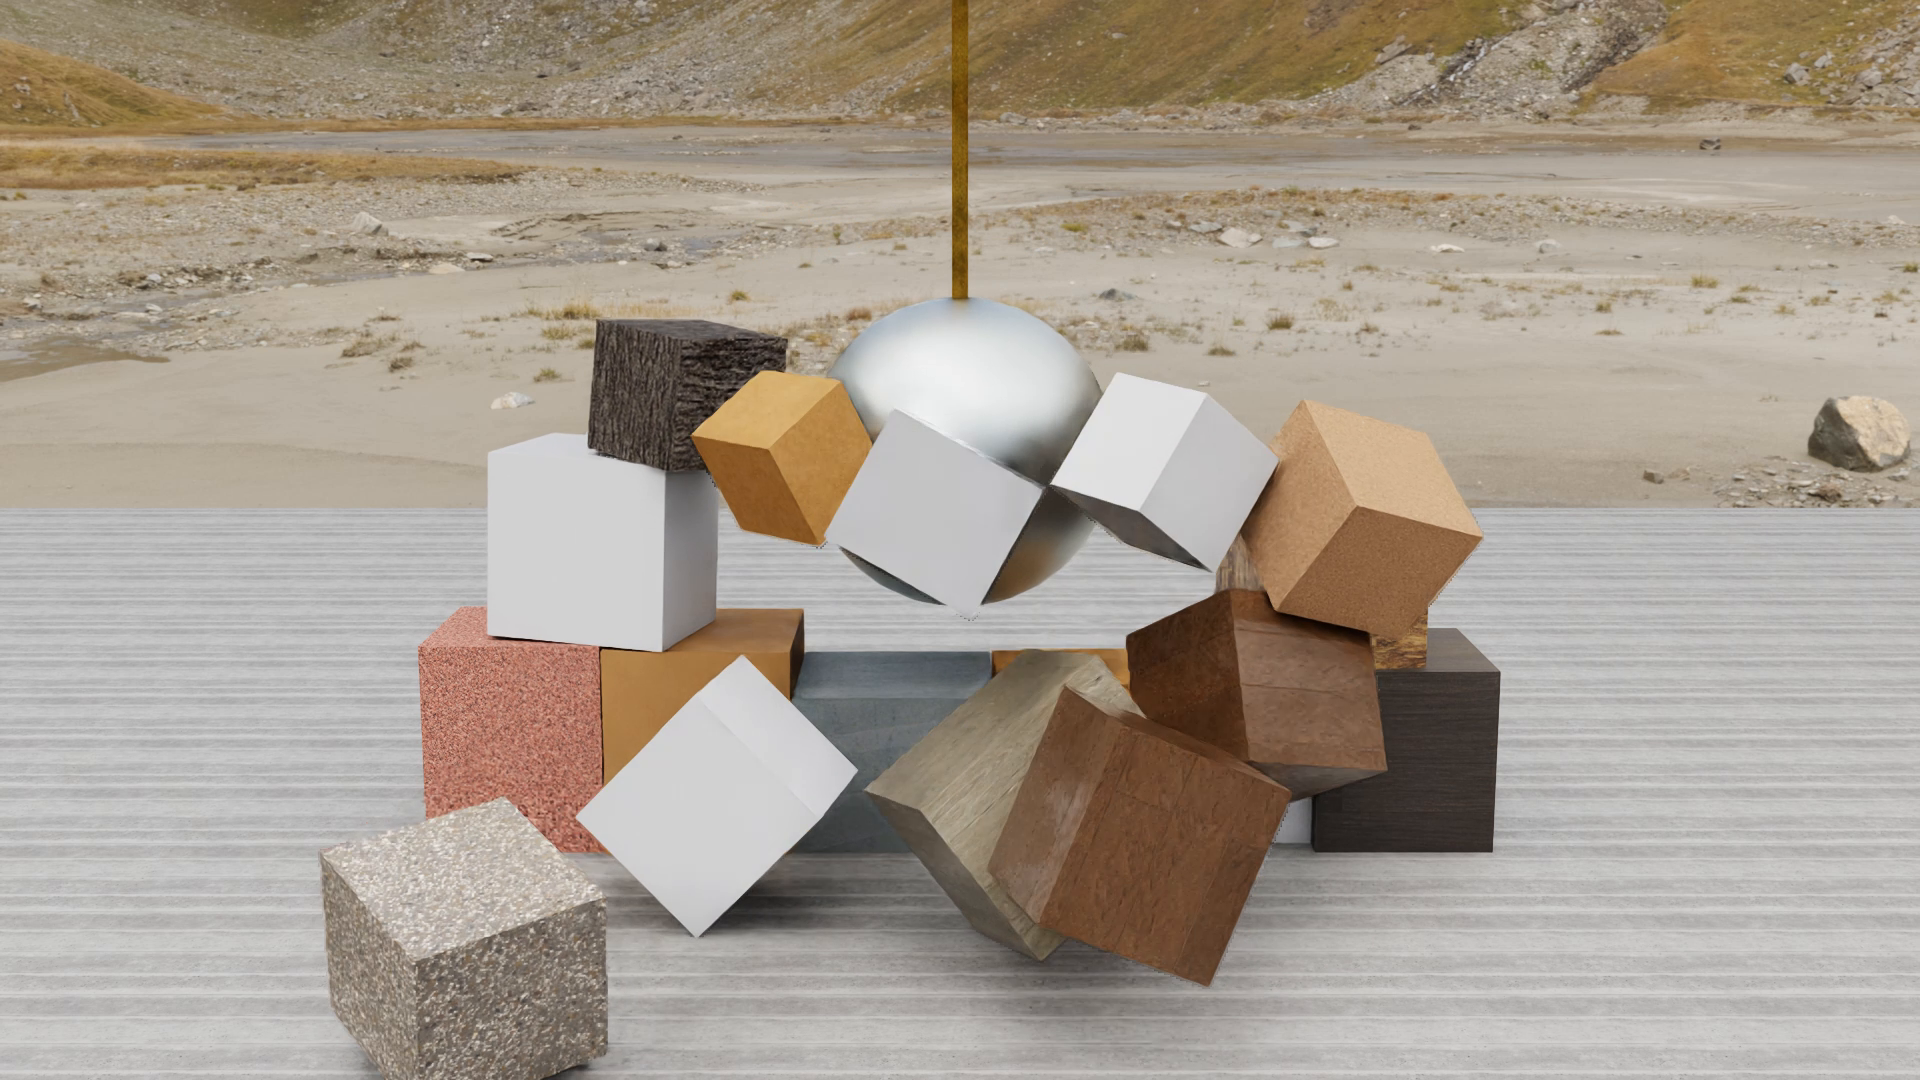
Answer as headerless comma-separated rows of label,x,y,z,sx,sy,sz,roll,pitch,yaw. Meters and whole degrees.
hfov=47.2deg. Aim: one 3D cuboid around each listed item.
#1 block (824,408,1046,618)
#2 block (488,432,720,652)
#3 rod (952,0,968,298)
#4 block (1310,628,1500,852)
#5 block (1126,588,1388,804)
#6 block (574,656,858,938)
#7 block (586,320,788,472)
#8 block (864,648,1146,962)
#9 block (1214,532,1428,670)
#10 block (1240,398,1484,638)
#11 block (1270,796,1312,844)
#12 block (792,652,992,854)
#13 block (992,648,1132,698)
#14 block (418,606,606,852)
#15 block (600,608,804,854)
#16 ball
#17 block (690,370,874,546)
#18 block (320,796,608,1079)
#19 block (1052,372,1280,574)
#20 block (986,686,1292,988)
block,-0.096,-0.123,9.424,0.710,0.613,0.566,29,4,2
block,-1.794,-0.008,11.137,0.920,0.917,0.797,5,11,12
rod,0.000,-3.768,10.616,0.080,5.200,0.080,0,13,0
block,2.217,1.016,11.383,0.886,0.928,0.986,0,10,0
block,1.353,0.745,10.134,0.794,0.786,0.794,7,-21,-31
block,-1.095,1.155,10.028,0.768,0.825,0.725,45,16,0
block,-1.345,-0.724,10.837,0.644,0.634,0.678,16,15,40
block,0.318,1.113,9.535,0.988,0.817,0.940,-40,10,-14
block,1.823,0.162,11.166,0.837,0.829,0.844,-2,10,-10
block,1.774,-0.092,9.958,0.712,0.660,0.709,13,39,-27
block,1.374,1.156,11.404,0.791,0.646,0.694,0,10,-1
block,-0.331,1.081,11.387,0.991,0.800,1.001,0,10,0
block,0.574,1.063,11.332,0.786,0.847,0.788,0,10,-2
block,-2.216,0.958,11.350,0.889,1.055,0.949,0,10,0
block,-1.298,0.966,11.360,0.928,1.035,1.010,0,10,0
ball,0.000,-0.454,11.377,1.600,1.600,1.600,0,10,0
block,-0.797,-0.393,10.331,0.571,0.573,0.516,11,47,44
block,-1.868,1.561,8.298,0.756,0.714,0.815,-15,31,-35
block,0.928,-0.310,9.955,0.568,0.605,0.631,37,-10,-36
block,0.680,1.139,8.582,0.738,0.805,0.756,23,2,-16
